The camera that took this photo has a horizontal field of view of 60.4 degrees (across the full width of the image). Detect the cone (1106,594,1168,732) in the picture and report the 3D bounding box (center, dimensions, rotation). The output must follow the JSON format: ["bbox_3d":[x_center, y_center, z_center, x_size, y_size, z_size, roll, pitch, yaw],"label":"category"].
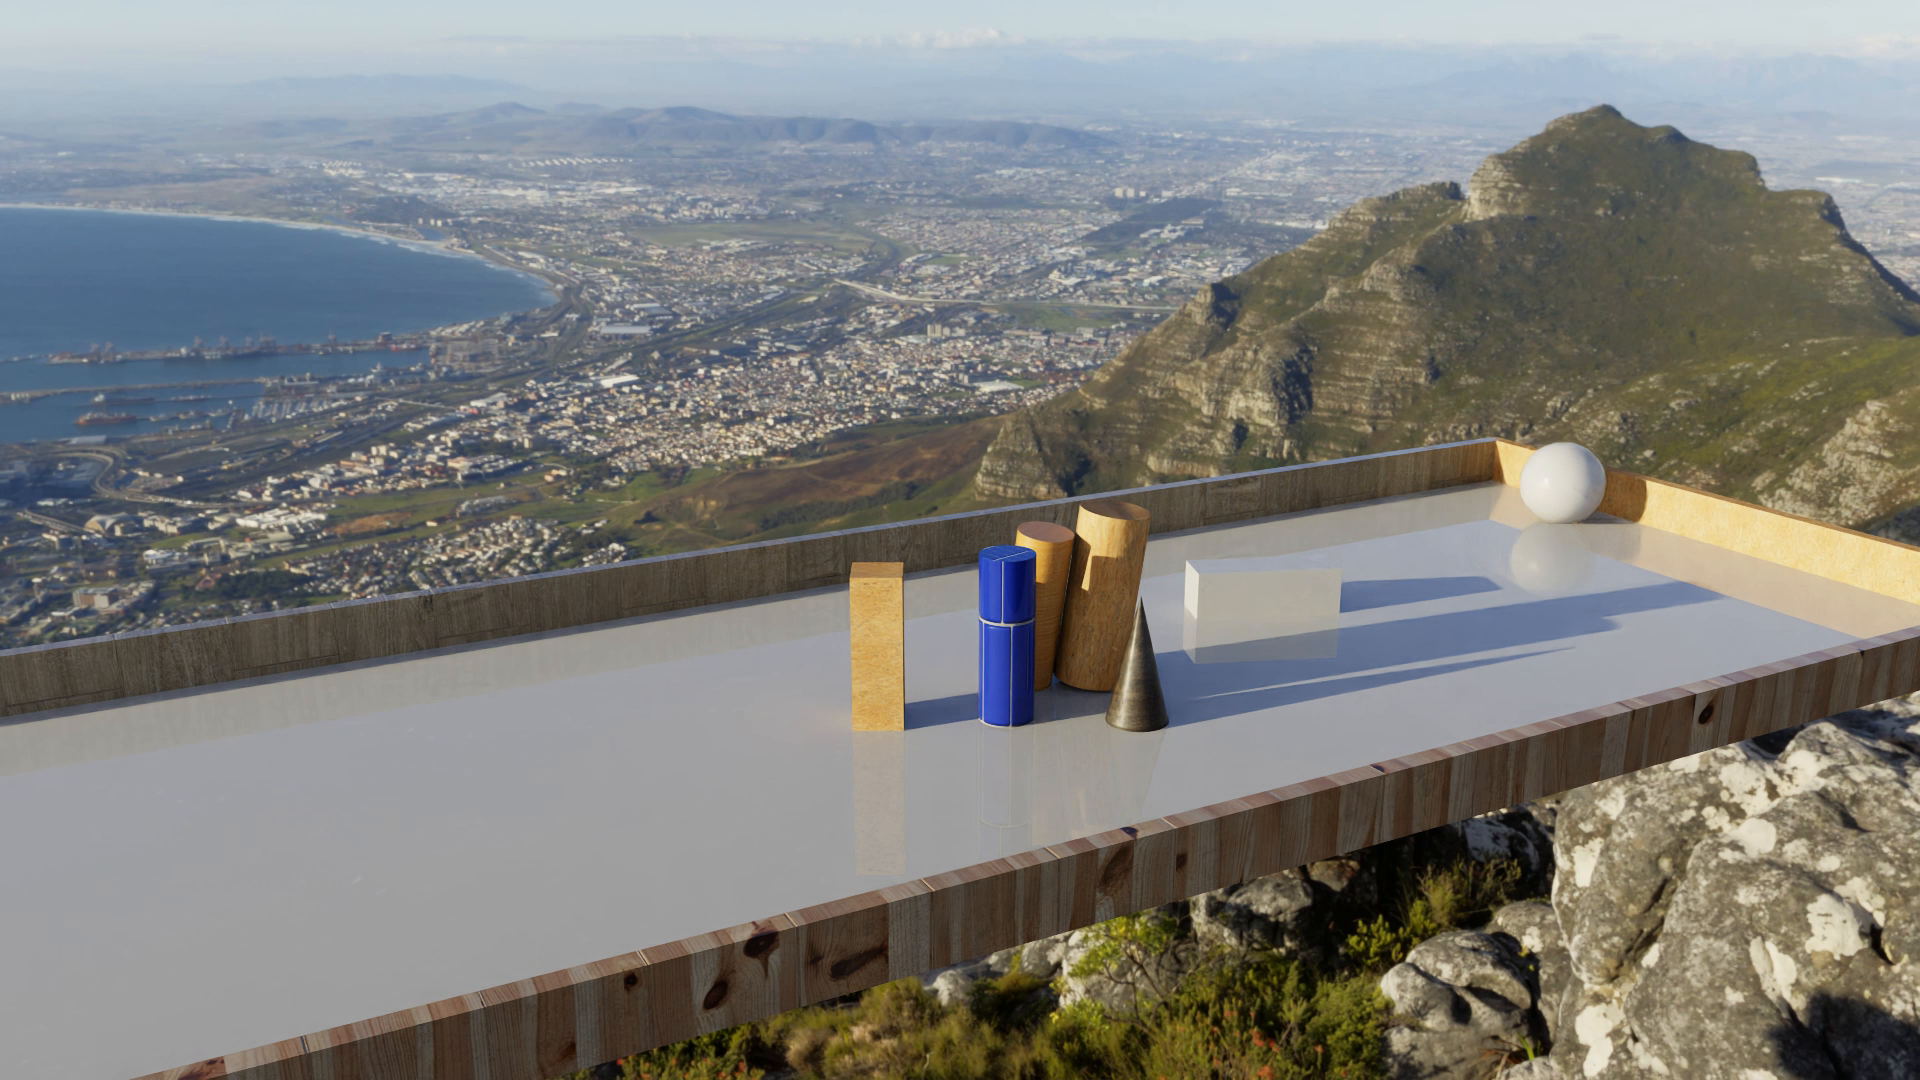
[{"bbox_3d":[0.419,0.276,3.862,0.150,0.312,0.150,0,16,0],"label":"cone"}]

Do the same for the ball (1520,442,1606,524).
[{"bbox_3d":[2.017,-0.191,5.521,0.274,0.274,0.274,0,16,0],"label":"ball"}]

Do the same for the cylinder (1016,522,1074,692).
[{"bbox_3d":[0.184,0.164,4.063,0.139,0.397,0.139,6,21,-2],"label":"cylinder"}]

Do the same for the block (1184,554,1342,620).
[{"bbox_3d":[0.857,0.132,4.670,0.413,0.132,0.132,-2,17,-7],"label":"block"}]

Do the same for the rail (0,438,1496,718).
[{"bbox_3d":[-3.305,0.497,3.399,12.000,0.150,0.050,-9,18,-27],"label":"rail"}]

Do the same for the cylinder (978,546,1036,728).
[{"bbox_3d":[0.110,0.226,3.866,0.133,0.406,0.133,0,16,0],"label":"cylinder"}]

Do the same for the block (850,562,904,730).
[{"bbox_3d":[-0.191,0.248,3.848,0.119,0.374,0.119,0,16,0],"label":"block"}]

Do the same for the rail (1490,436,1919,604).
[{"bbox_3d":[2.466,-0.048,5.253,0.050,0.150,2.100,-9,18,-27],"label":"rail"}]

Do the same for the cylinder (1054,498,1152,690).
[{"bbox_3d":[0.350,0.135,4.081,0.176,0.441,0.176,7,16,-2],"label":"cylinder"}]

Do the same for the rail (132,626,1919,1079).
[{"bbox_3d":[-2.336,1.006,1.665,12.000,0.150,0.050,-9,18,-27],"label":"rail"}]
